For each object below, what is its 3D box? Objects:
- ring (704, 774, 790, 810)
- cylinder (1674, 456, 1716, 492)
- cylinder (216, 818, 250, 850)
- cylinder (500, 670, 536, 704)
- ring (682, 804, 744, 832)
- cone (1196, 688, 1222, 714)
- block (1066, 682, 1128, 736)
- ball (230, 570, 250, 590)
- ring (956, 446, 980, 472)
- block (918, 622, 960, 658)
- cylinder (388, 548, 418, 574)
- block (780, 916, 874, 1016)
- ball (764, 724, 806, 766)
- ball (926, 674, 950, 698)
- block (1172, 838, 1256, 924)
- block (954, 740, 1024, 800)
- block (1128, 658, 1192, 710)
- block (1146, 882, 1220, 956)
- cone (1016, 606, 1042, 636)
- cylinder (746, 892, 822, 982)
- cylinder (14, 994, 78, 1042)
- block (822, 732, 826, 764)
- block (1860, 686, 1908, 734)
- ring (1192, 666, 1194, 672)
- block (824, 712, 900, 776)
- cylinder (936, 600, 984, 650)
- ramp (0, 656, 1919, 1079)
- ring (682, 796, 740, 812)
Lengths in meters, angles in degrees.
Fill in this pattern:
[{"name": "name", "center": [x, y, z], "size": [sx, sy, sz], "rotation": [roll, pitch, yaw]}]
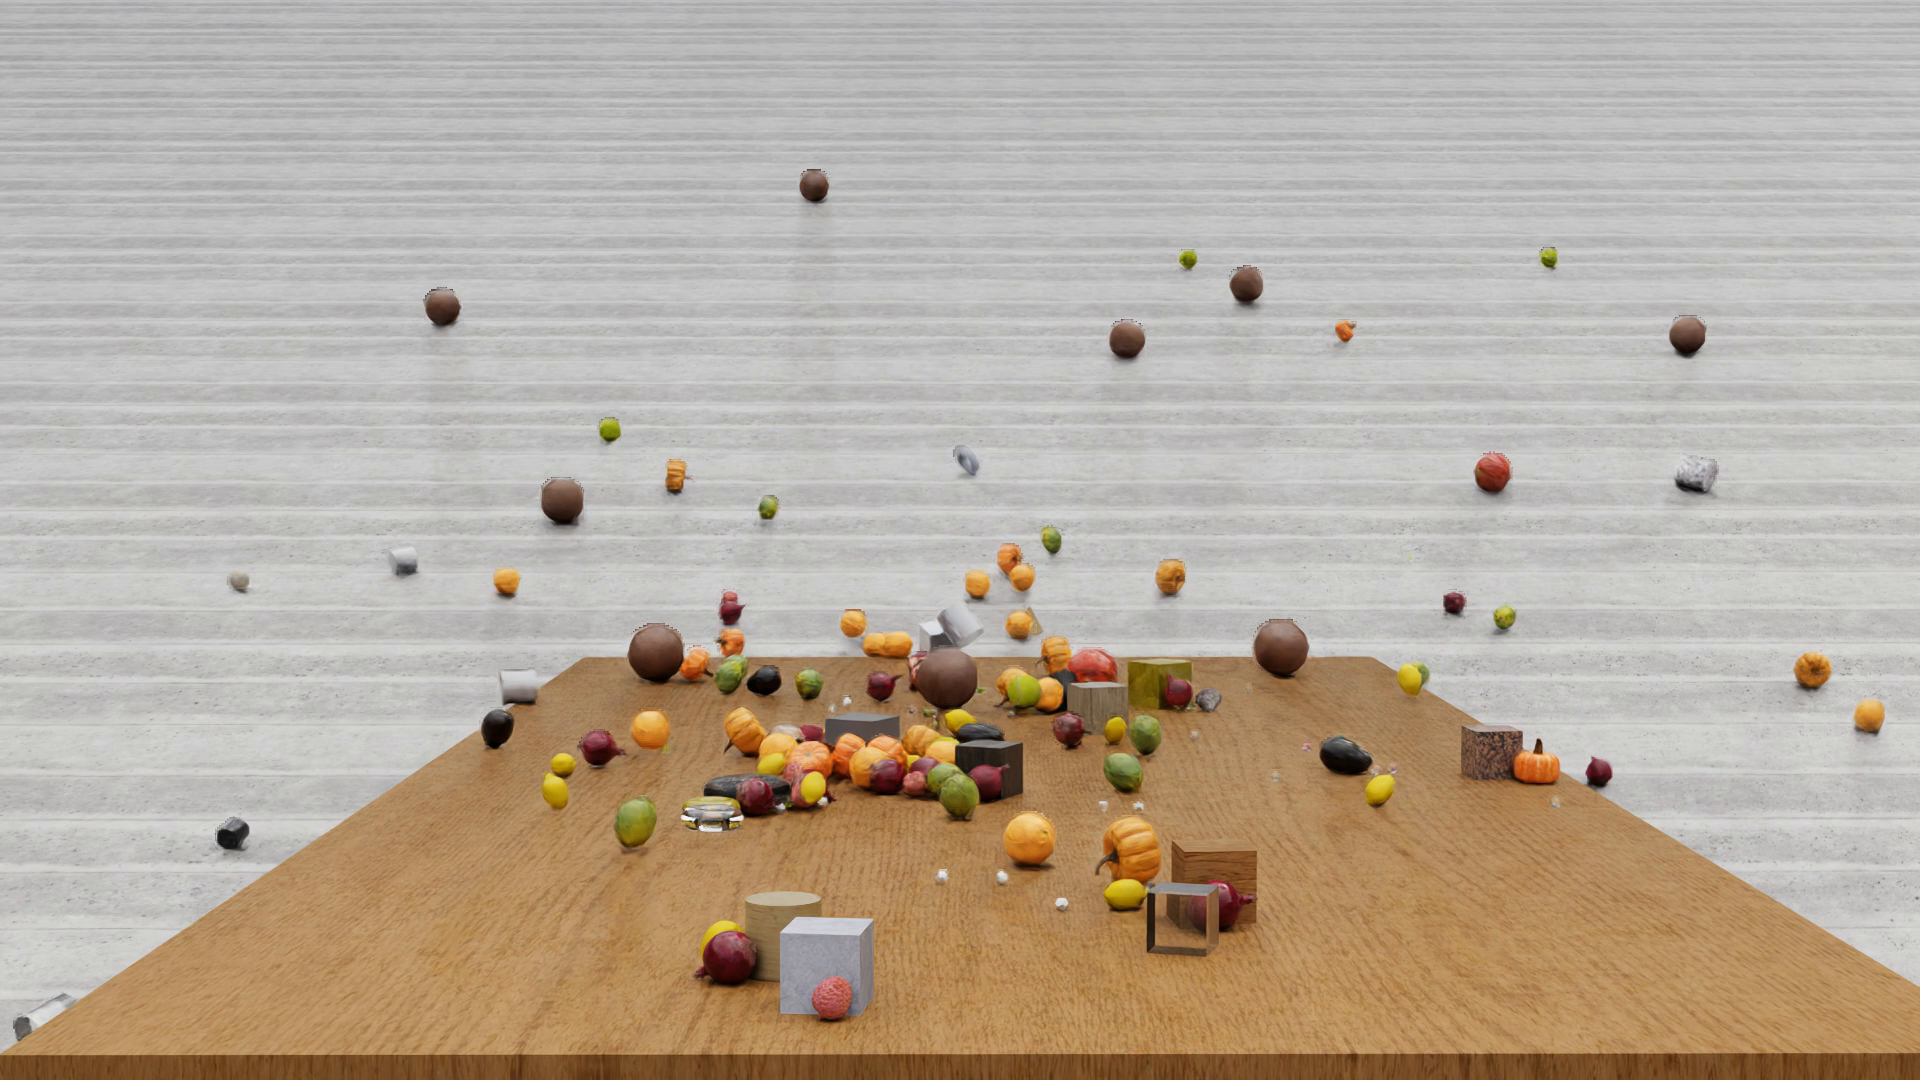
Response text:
[{"name": "ring", "center": [-0.340, 0.402, 4.101], "size": [0.139, 0.046, 0.139], "rotation": [-1, 2, 0]}, {"name": "cylinder", "center": [2.269, -0.205, 7.931], "size": [0.094, 0.094, 0.094], "rotation": [17, 27, 38]}, {"name": "cylinder", "center": [-1.636, 0.662, 5.787], "size": [0.053, 0.053, 0.053], "rotation": [6, 22, 15]}, {"name": "cylinder", "center": [-0.946, 0.315, 5.504], "size": [0.070, 0.070, 0.070], "rotation": [-2, 21, -15]}, {"name": "ring", "center": [-0.375, 0.420, 3.889], "size": [0.095, 0.032, 0.095], "rotation": [1, 2, 0]}, {"name": "cone", "center": [0.521, 0.346, 5.356], "size": [0.054, 0.054, 0.054], "rotation": [0, 30, -1]}, {"name": "block", "center": [0.268, 0.329, 5.023], "size": [0.093, 0.093, 0.093], "rotation": [-1, 3, -18]}, {"name": "ball", "center": [-2.011, 0.113, 7.181], "size": [0.053, 0.053, 0.053], "rotation": [0, 21, 0]}, {"name": "ring", "center": [0.024, -0.252, 8.052], "size": [0.031, 0.093, 0.093], "rotation": [-36, 36, -22]}, {"name": "block", "center": [-0.055, 0.267, 6.750], "size": [0.082, 0.082, 0.082], "rotation": [-9, 23, -21]}, {"name": "cylinder", "center": [-1.583, 0.058, 7.306], "size": [0.063, 0.063, 0.063], "rotation": [-14, 25, -31]}, {"name": "block", "center": [-0.141, 0.453, 2.738], "size": [0.085, 0.085, 0.085], "rotation": [0, 3, 8]}, {"name": "ball", "center": [-0.310, 0.363, 4.556], "size": [0.075, 0.075, 0.075], "rotation": [0, 21, 0]}, {"name": "ball", "center": [-0.050, 0.319, 5.626], "size": [0.052, 0.052, 0.052], "rotation": [0, 21, 0]}, {"name": "block", "center": [0.317, 0.426, 3.209], "size": [0.090, 0.090, 0.090], "rotation": [0, 3, -6]}, {"name": "block", "center": [0.048, 0.376, 4.218], "size": [0.084, 0.084, 0.084], "rotation": [2, 3, 27]}, {"name": "block", "center": [0.424, 0.305, 5.455], "size": [0.096, 0.096, 0.096], "rotation": [-2, 4, -38]}, {"name": "block", "center": [0.262, 0.445, 3.021], "size": [0.071, 0.071, 0.071], "rotation": [1, 3, 17]}, {"name": "cone", "center": [0.187, 0.209, 6.910], "size": [0.074, 0.074, 0.074], "rotation": [0, 21, 0]}, {"name": "cylinder", "center": [-0.198, 0.445, 2.887], "size": [0.085, 0.085, 0.085], "rotation": [0, 3, 0]}, {"name": "cylinder", "center": [-1.766, 0.948, 4.999], "size": [0.098, 0.098, 0.098], "rotation": [14, 25, 31]}, {"name": "block", "center": [-0.204, 0.371, 4.576], "size": [0.057, 0.057, 0.057], "rotation": [3, 4, 45]}, {"name": "block", "center": [2.275, 0.418, 6.332], "size": [0.083, 0.083, 0.083], "rotation": [-30, -8, 15]}, {"name": "ring", "center": [0.501, 0.304, 6.069], "size": [0.103, 0.034, 0.103], "rotation": [-1, 4, 0]}, {"name": "block", "center": [-0.170, 0.356, 4.484], "size": [0.096, 0.096, 0.096], "rotation": [2, 3, 28]}, {"name": "cylinder", "center": [0.000, 0.220, 6.670], "size": [0.091, 0.091, 0.091], "rotation": [-21, 69, -42]}, {"name": "ramp", "center": [0.050, 0.452, 4.532], "size": [2.000, 0.100, 4.000], "rotation": [0, 3, 0]}, {"name": "ring", "center": [-0.385, 0.416, 3.978], "size": [0.091, 0.030, 0.091], "rotation": [0, 2, 0]}]
